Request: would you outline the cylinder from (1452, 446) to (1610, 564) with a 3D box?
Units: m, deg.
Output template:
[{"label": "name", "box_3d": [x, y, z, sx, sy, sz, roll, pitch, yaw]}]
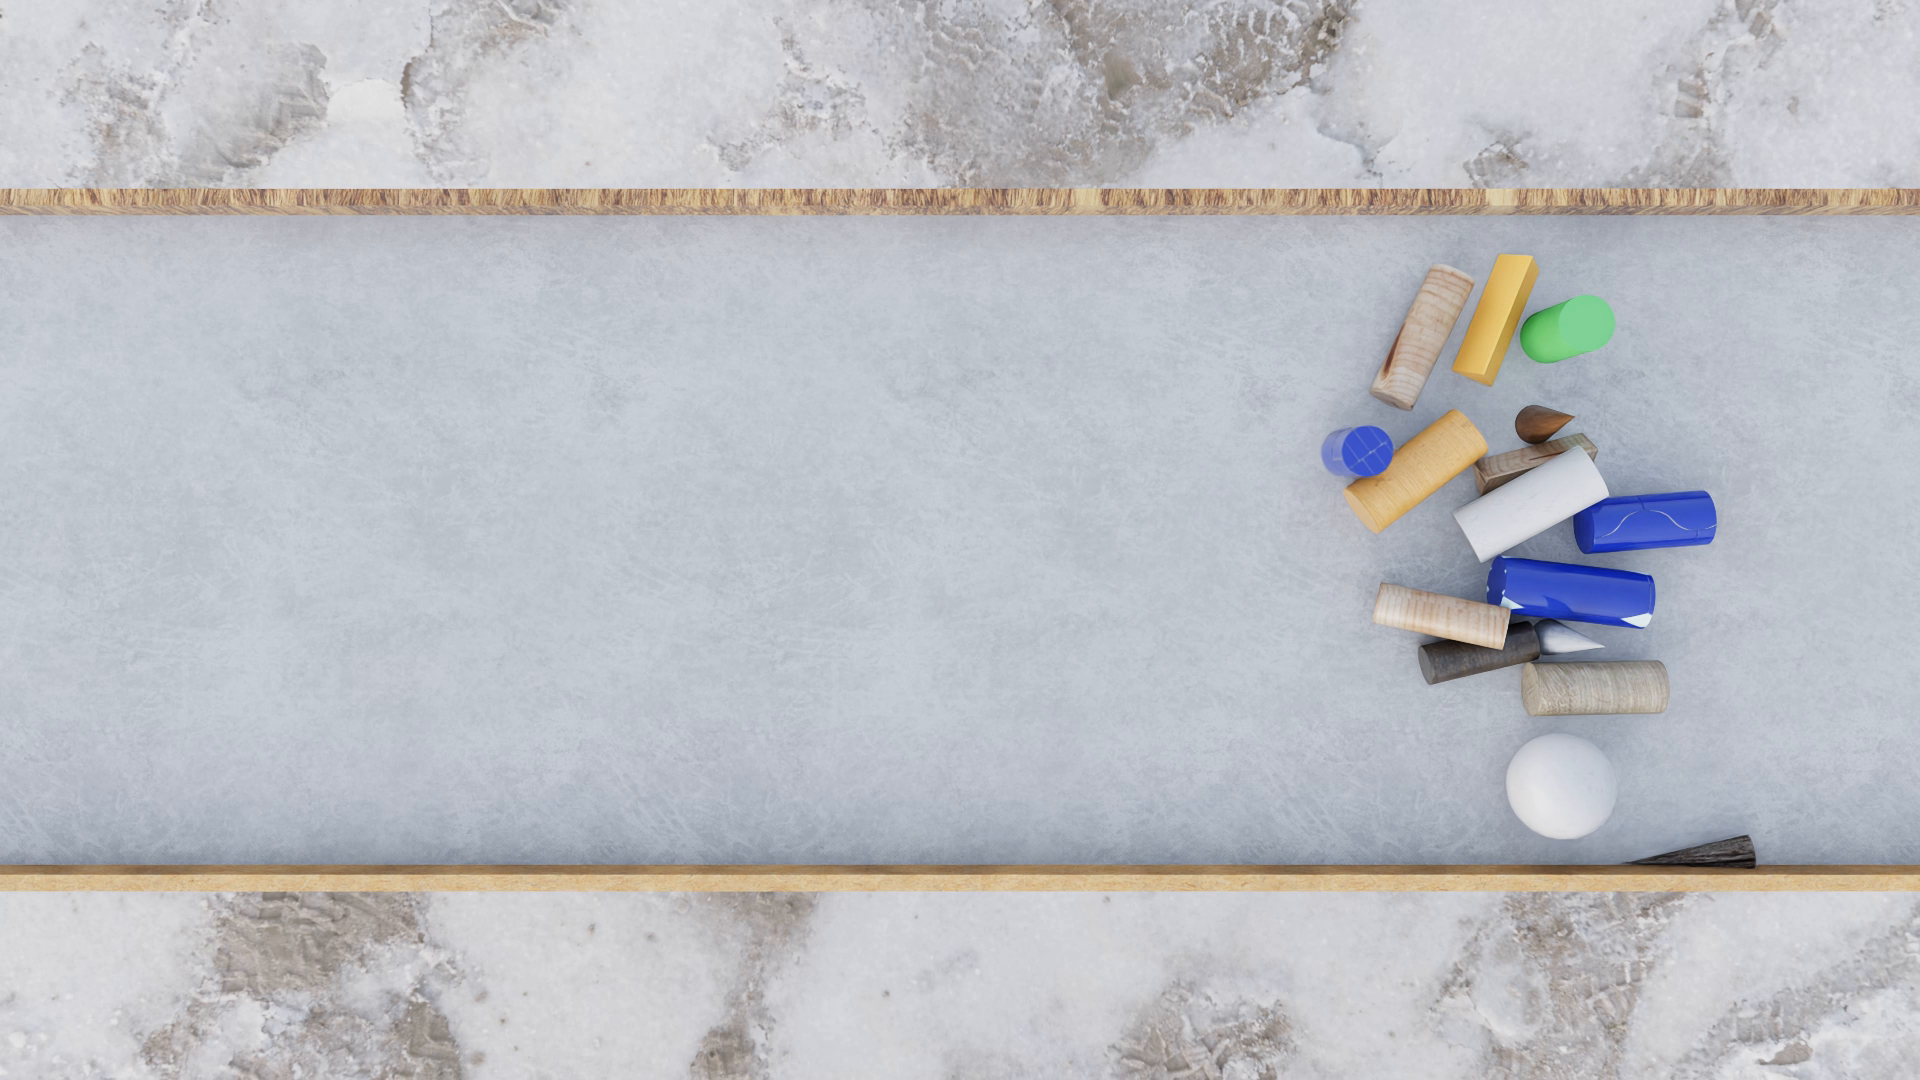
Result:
[{"label": "cylinder", "box_3d": [1.707, -0.106, 4.948, 0.415, 0.177, 0.177, -30, 90, 12]}]

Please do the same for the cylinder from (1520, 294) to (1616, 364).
[{"label": "cylinder", "box_3d": [1.805, -0.625, 4.912, 0.164, 0.328, 0.164, 0, 90, 0]}]

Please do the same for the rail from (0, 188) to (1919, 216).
[{"label": "rail", "box_3d": [-2.247, -1.025, 5.002, 12.000, 0.150, 0.050, 0, 90, 0]}]

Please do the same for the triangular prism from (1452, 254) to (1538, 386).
[{"label": "triangular prism", "box_3d": [1.646, -0.675, 5.016, 0.132, 0.114, 0.386, 22, 90, 0]}]

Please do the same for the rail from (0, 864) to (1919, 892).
[{"label": "rail", "box_3d": [-2.247, 1.025, 5.001, 12.000, 0.150, 0.050, 0, 90, 0]}]

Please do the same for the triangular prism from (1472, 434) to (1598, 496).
[{"label": "triangular prism", "box_3d": [1.757, -0.230, 5.025, 0.350, 0.097, 0.112, -15, 90, 0]}]

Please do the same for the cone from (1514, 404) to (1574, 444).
[{"label": "cone", "box_3d": [1.769, -0.355, 4.908, 0.122, 0.338, 0.122, 0, 90, 0]}]

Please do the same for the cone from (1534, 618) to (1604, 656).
[{"label": "cone", "box_3d": [1.811, 0.299, 4.850, 0.113, 0.453, 0.113, 0, 90, 0]}]

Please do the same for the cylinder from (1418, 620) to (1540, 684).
[{"label": "cylinder", "box_3d": [1.576, 0.343, 5.016, 0.333, 0.122, 0.122, -13, 90, 0]}]

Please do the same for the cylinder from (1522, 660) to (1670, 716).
[{"label": "cylinder", "box_3d": [1.921, 0.448, 4.995, 0.388, 0.163, 0.163, -1, 90, 0]}]

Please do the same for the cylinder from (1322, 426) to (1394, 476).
[{"label": "cylinder", "box_3d": [1.182, -0.263, 4.919, 0.148, 0.309, 0.148, 0, 92, 2]}]

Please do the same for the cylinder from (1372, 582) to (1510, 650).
[{"label": "cylinder", "box_3d": [1.447, 0.228, 4.962, 0.382, 0.128, 0.128, 12, 90, 16]}]

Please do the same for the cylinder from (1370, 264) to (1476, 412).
[{"label": "cylinder", "box_3d": [1.403, -0.614, 5.007, 0.140, 0.140, 0.430, 27, 90, 0]}]

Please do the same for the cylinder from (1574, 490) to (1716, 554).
[{"label": "cylinder", "box_3d": [2.070, -0.054, 4.993, 0.365, 0.168, 0.168, -4, 90, 0]}]

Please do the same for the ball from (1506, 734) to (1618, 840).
[{"label": "ball", "box_3d": [1.793, 0.736, 4.920, 0.313, 0.313, 0.313, 0, 90, 0]}]

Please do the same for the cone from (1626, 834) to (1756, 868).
[{"label": "cone", "box_3d": [2.221, 0.973, 5.051, 0.378, 0.102, 0.102, -7, 90, 8]}]

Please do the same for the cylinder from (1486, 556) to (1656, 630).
[{"label": "cylinder", "box_3d": [1.845, 0.158, 4.991, 0.448, 0.172, 0.172, 7, 90, 0]}]

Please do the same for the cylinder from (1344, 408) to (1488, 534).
[{"label": "cylinder", "box_3d": [1.377, -0.207, 4.992, 0.408, 0.170, 0.170, -36, 90, 0]}]
